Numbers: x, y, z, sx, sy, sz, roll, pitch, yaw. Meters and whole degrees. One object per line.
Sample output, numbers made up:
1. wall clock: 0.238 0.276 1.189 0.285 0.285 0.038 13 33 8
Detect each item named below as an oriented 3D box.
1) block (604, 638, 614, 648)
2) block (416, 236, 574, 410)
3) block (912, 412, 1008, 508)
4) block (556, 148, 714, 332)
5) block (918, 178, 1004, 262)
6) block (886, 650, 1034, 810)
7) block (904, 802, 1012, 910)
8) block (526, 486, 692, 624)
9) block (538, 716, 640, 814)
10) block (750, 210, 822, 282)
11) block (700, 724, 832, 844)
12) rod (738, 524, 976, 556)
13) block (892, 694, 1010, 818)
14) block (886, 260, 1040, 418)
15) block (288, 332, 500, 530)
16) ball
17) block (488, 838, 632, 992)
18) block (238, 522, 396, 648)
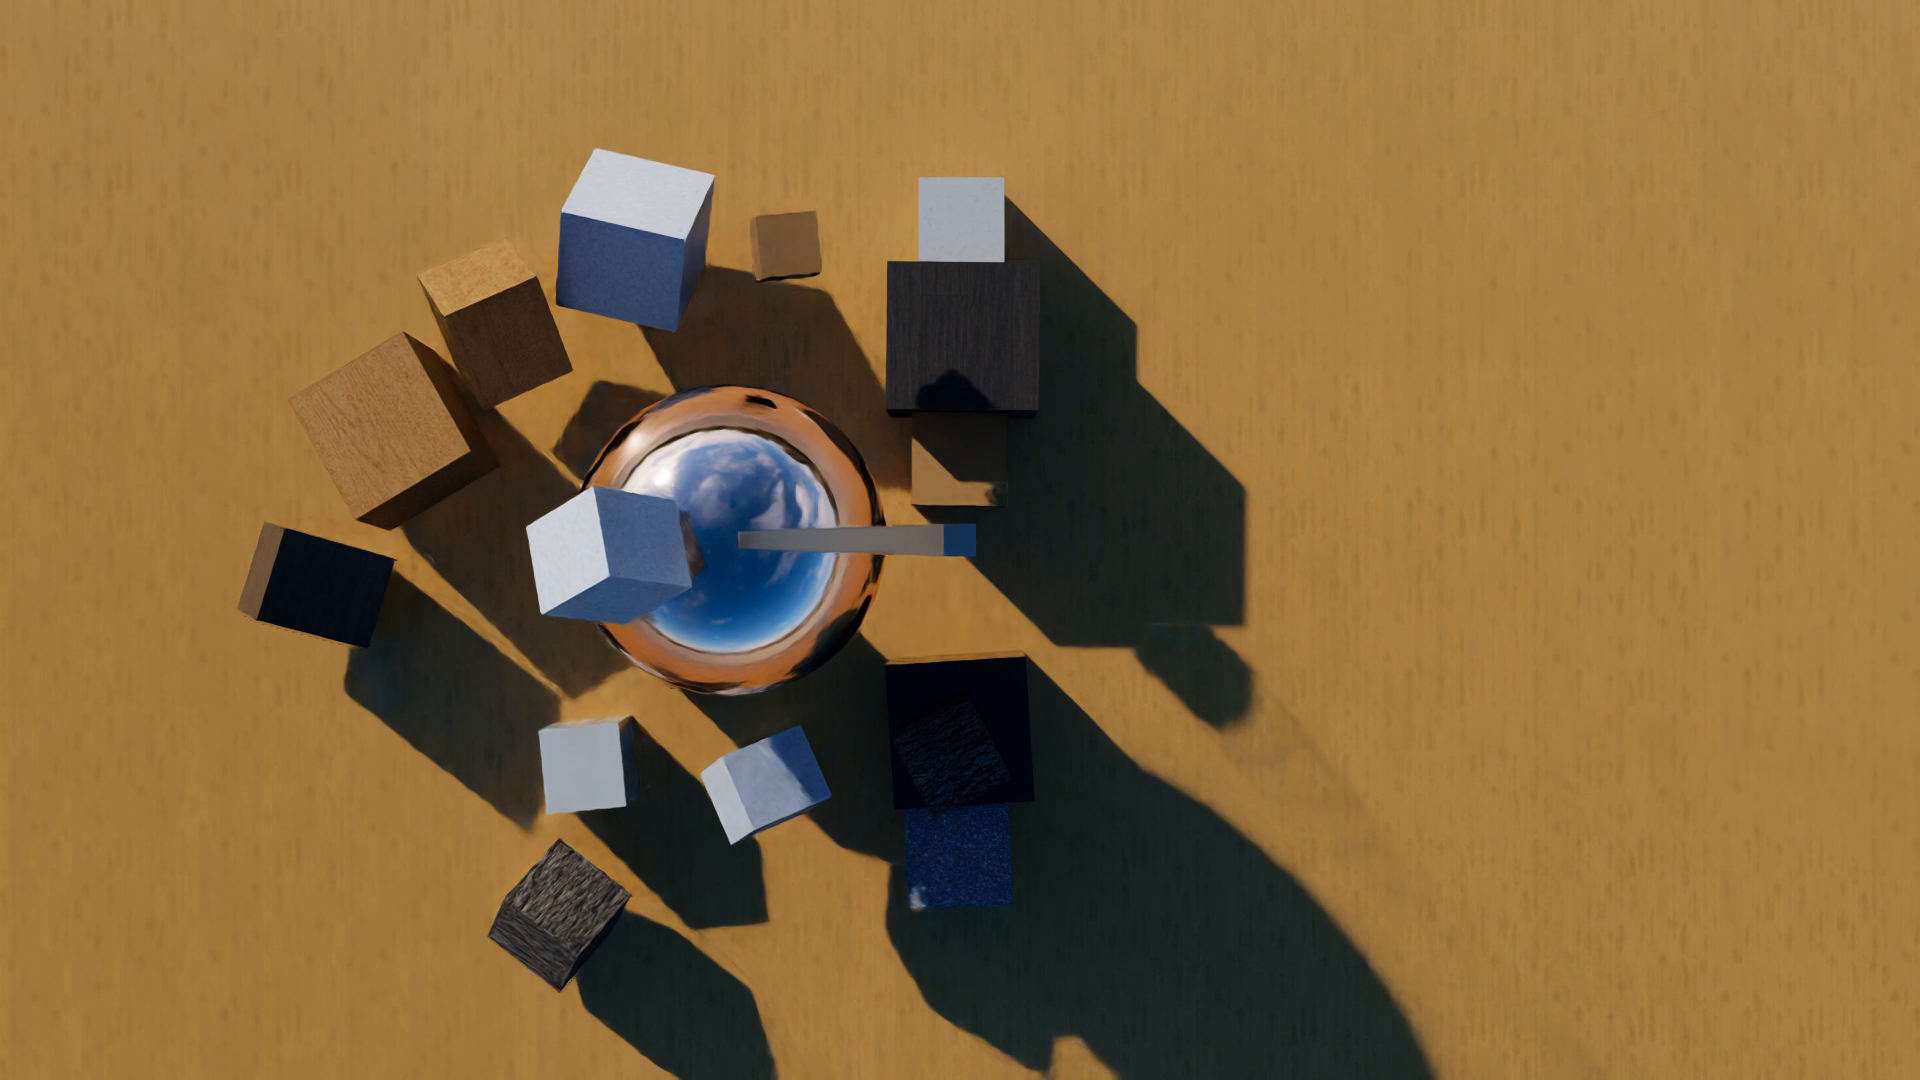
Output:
1. block: -1.475 0.371 12.585 0.815 0.830 0.694 17 90 0
2. block: -2.606 -1.218 12.335 0.547 0.575 0.636 -26 129 -14
3. block: -0.001 -0.458 12.720 0.544 0.560 0.525 1 90 0
4. block: -1.848 -1.710 12.528 0.703 0.696 0.634 13 131 0
5. block: 0.009 -1.801 12.737 0.486 0.527 0.509 0 90 0
6. block: 0.000 1.078 12.636 0.785 0.728 0.809 -4 90 0
7. block: -0.009 1.784 12.713 0.592 0.574 0.584 -2 90 0
8. block: -1.635 0.078 10.255 0.488 0.508 0.443 -27 67 34
9. block: -2.145 1.297 12.747 0.456 0.506 0.481 -6 90 0
10. block: -0.912 -1.531 11.487 0.315 0.312 0.318 -7 94 -11
11. block: -1.082 1.362 12.237 0.498 0.431 0.437 -21 81 -28
12. rod: -0.509 0.000 7.928 0.080 5.200 0.080 0 90 -11
13. block: -0.047 1.180 12.042 0.465 0.460 0.479 -28 90 0
14. block: 0.016 -1.131 12.586 0.847 0.828 0.820 0 90 0
15. block: -3.241 -0.616 12.642 0.754 0.636 0.794 -31 84 0
16. ball: -1.174 0.000 11.262 1.600 1.600 1.600 0 90 0
17. block: -2.298 2.153 12.621 0.527 0.509 0.504 37 50 4
18. block: -3.678 0.252 12.554 0.634 0.621 0.529 18 86 -28
